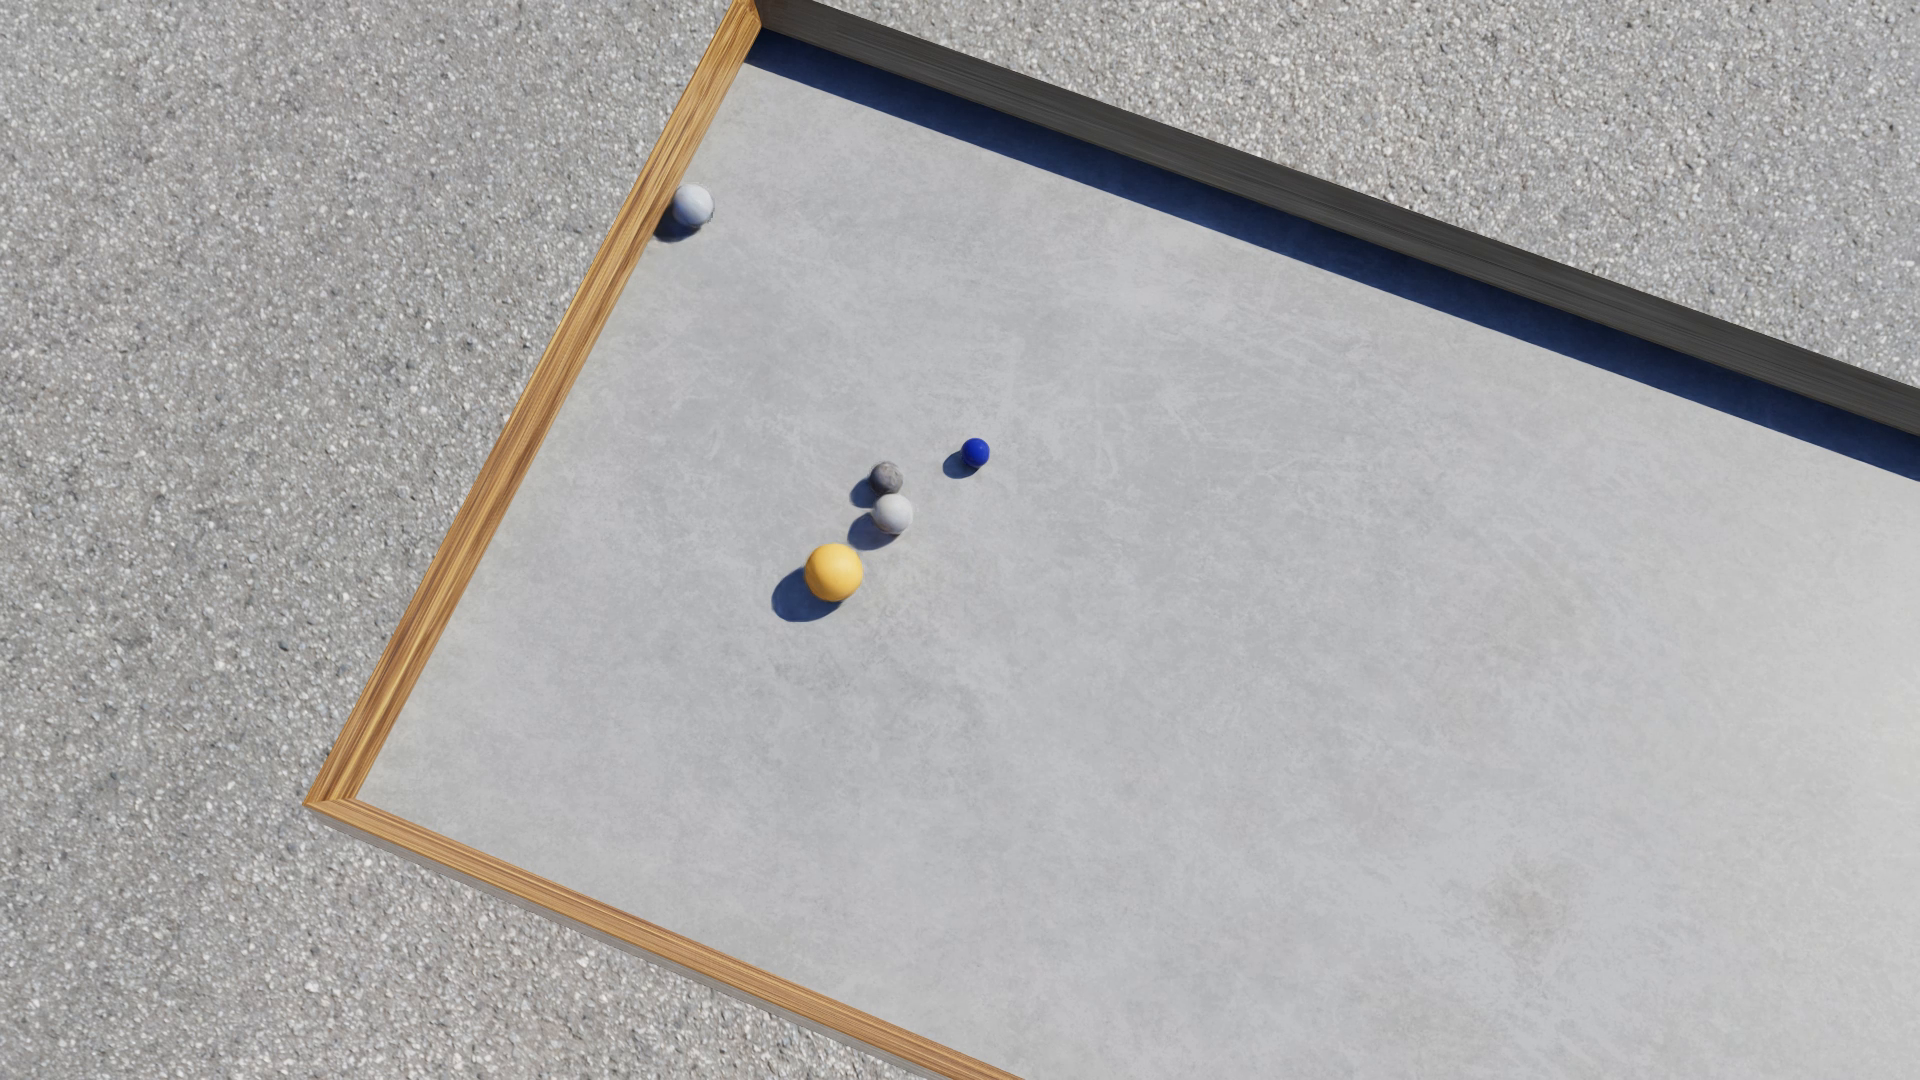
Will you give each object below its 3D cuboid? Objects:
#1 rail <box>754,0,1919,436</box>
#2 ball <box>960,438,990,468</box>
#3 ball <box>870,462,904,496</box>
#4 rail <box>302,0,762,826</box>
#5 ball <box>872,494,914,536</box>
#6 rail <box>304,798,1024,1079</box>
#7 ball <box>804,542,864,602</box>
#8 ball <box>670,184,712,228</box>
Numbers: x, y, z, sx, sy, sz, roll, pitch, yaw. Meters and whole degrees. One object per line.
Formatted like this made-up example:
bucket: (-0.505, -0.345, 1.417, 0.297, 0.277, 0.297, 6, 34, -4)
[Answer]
rail: (0.958, -0.410, 3.607, 2.887, 0.119, 0.045, 21, 70, 8)
ball: (0.025, -0.141, 3.540, 0.049, 0.049, 0.049, 0, 69, 0)
ball: (-0.117, -0.097, 3.520, 0.055, 0.055, 0.055, 0, 69, 0)
rail: (-0.645, -0.258, 3.547, 0.045, 0.119, 1.573, 21, 70, 8)
ball: (-0.107, -0.041, 3.491, 0.067, 0.067, 0.067, 0, 69, 0)
rail: (0.376, 0.903, 3.092, 2.887, 0.119, 0.045, 21, 70, 8)
ball: (-0.197, 0.050, 3.442, 0.092, 0.092, 0.092, 0, 69, 0)
ball: (-0.451, -0.561, 3.693, 0.072, 0.072, 0.072, 0, 69, 0)
